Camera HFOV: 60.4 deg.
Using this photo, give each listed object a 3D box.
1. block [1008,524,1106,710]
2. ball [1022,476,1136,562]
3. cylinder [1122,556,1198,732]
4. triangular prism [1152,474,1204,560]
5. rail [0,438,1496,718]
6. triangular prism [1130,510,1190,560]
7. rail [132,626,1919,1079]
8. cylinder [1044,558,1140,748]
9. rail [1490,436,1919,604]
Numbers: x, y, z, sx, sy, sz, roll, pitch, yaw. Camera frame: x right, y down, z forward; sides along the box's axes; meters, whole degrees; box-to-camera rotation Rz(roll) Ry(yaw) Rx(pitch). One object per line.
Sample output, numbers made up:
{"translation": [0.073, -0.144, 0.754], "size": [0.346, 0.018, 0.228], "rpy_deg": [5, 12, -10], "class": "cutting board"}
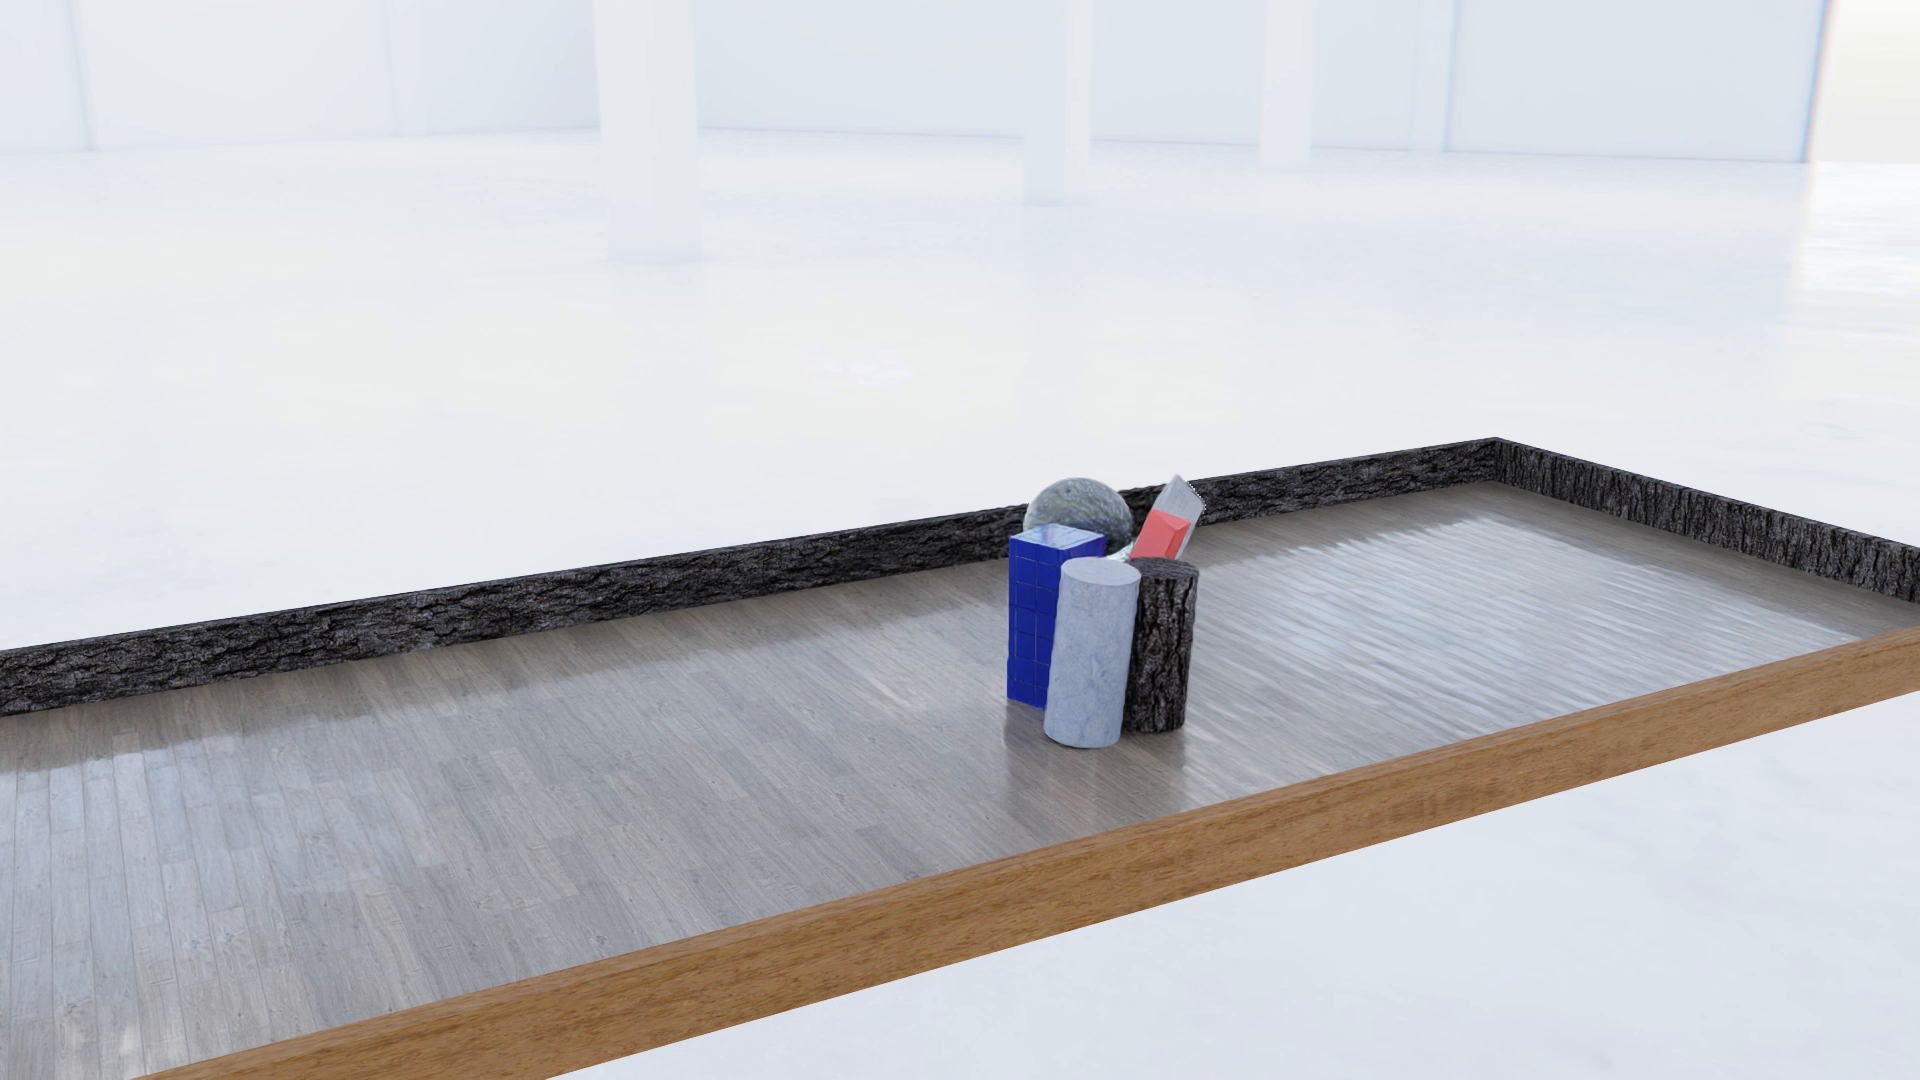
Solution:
{"translation": [0.233, 0.187, 3.991], "size": [0.165, 0.409, 0.165], "rpy_deg": [14, 21, 39], "class": "block"}
{"translation": [0.337, -0.019, 4.695], "size": [0.322, 0.322, 0.322], "rpy_deg": [0, 16, 0], "class": "ball"}
{"translation": [0.450, 0.243, 3.854], "size": [0.179, 0.371, 0.179], "rpy_deg": [3, 16, -1], "class": "cylinder"}
{"translation": [0.545, 0.010, 4.675], "size": [0.142, 0.123, 0.434], "rpy_deg": [13, 55, 25], "class": "triangular prism"}
{"translation": [-3.305, 0.497, 3.399], "size": [12.000, 0.150, 0.050], "rpy_deg": [-9, 18, -27], "class": "rail"}
{"translation": [0.426, 0.136, 4.083], "size": [0.090, 0.447, 0.104], "rpy_deg": [29, 23, 18], "class": "triangular prism"}
{"translation": [-2.336, 1.006, 1.665], "size": [12.000, 0.150, 0.050], "rpy_deg": [-9, 18, -27], "class": "rail"}
{"translation": [0.298, 0.256, 3.753], "size": [0.178, 0.397, 0.178], "rpy_deg": [5, 19, -2], "class": "cylinder"}
{"translation": [2.466, -0.048, 5.253], "size": [0.050, 0.150, 2.100], "rpy_deg": [-9, 18, -27], "class": "rail"}
